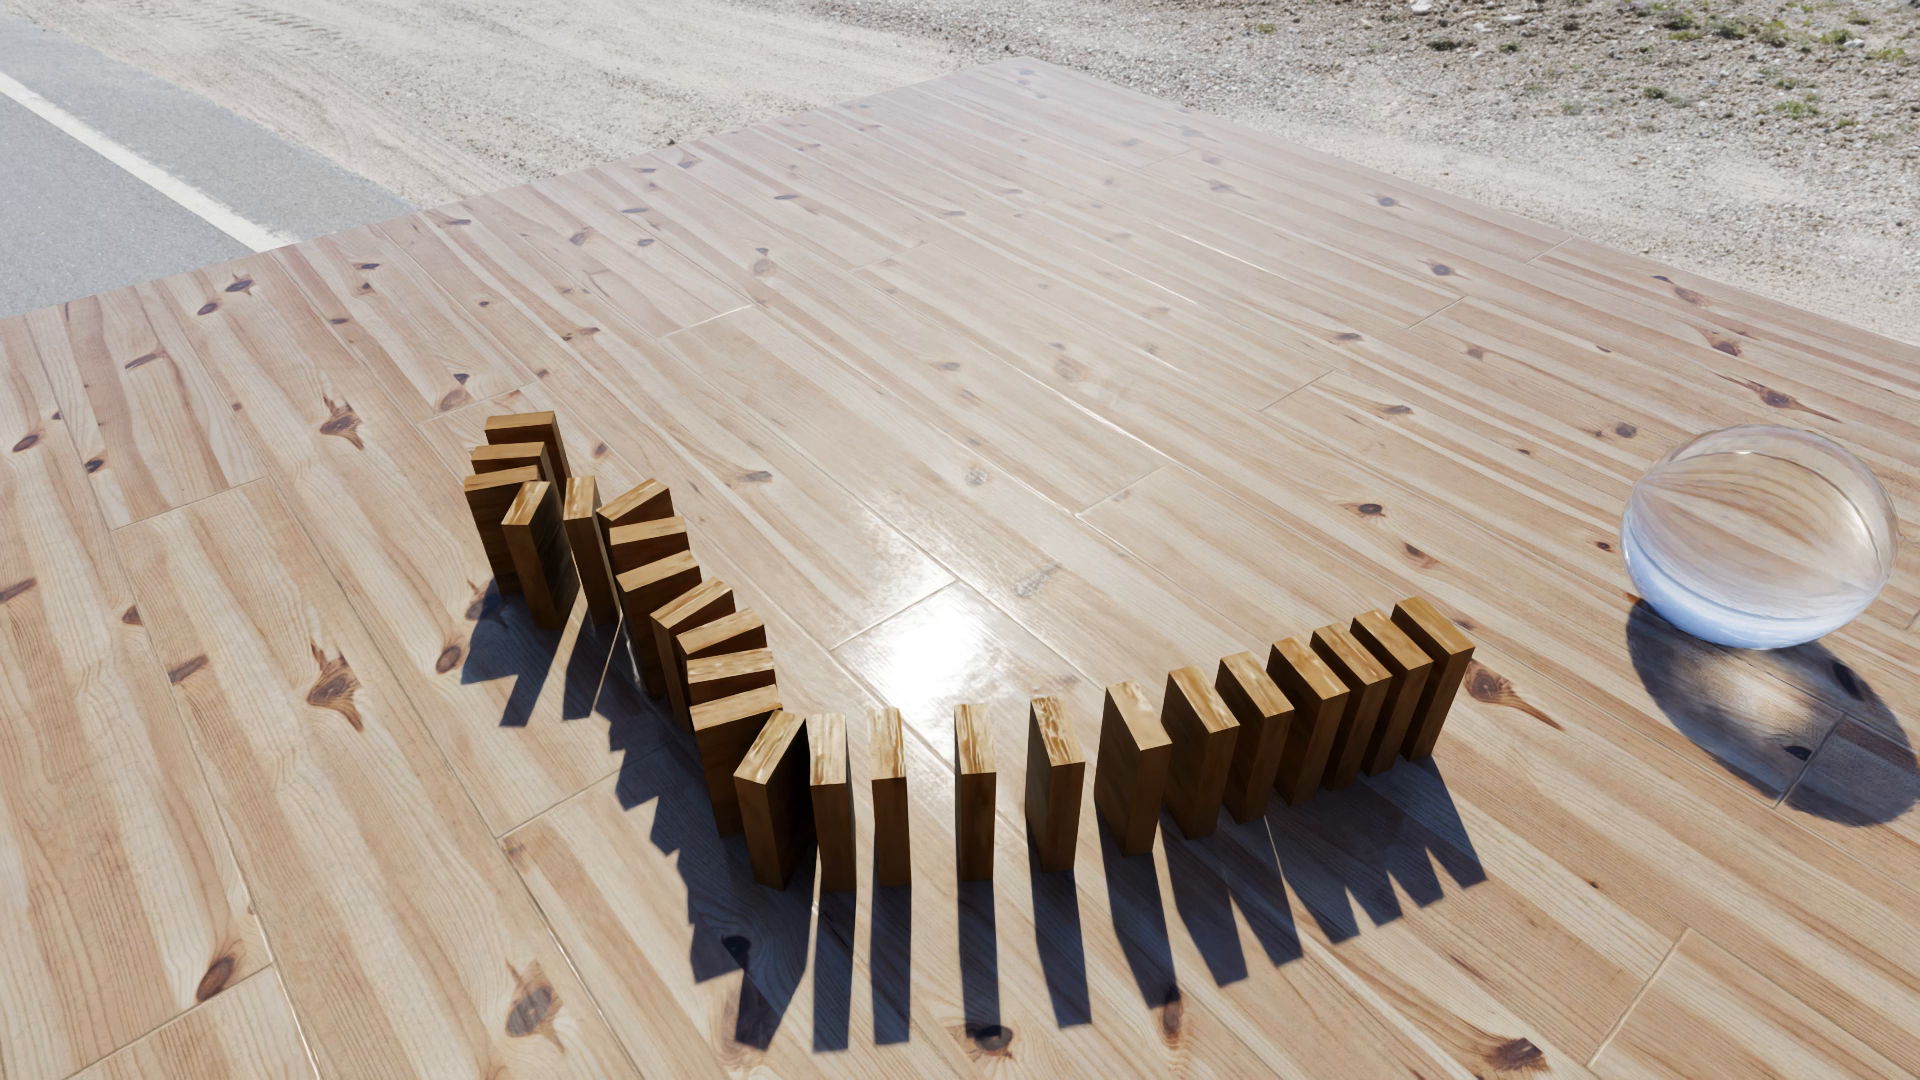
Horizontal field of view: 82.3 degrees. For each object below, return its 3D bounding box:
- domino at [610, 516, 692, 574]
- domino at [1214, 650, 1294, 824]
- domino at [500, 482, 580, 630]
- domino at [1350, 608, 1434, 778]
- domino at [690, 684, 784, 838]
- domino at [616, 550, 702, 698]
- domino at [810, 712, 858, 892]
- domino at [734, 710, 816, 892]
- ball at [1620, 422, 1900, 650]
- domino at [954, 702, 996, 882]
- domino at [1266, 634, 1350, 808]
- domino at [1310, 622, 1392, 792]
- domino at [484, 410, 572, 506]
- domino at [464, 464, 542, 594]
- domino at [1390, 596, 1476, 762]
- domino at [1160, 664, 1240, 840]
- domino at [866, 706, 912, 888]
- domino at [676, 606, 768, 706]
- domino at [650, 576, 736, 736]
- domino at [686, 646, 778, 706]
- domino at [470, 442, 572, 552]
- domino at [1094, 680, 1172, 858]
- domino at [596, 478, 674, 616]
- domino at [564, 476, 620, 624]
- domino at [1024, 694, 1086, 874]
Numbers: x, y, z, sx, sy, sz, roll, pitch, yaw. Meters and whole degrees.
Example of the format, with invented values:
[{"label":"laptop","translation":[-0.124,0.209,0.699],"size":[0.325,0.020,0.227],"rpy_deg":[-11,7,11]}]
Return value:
[{"label":"domino","translation":[-0.107,0.016,0.392],"size":[0.025,0.050,0.009],"rpy_deg":[-11,41,-13]},{"label":"domino","translation":[0.087,0.061,0.337],"size":[0.009,0.050,0.025],"rpy_deg":[-13,41,-15]},{"label":"domino","translation":[-0.153,0.006,0.404],"size":[0.009,0.050,0.025],"rpy_deg":[1,39,1]},{"label":"domino","translation":[0.132,0.049,0.351],"size":[0.009,0.050,0.025],"rpy_deg":[-15,42,-18]},{"label":"domino","translation":[-0.064,0.067,0.330],"size":[0.025,0.050,0.009],"rpy_deg":[-14,41,-16]},{"label":"domino","translation":[-0.099,0.029,0.376],"size":[0.025,0.050,0.010],"rpy_deg":[-22,44,-24]},{"label":"domino","translation":[-0.036,0.076,0.318],"size":[0.010,0.050,0.025],"rpy_deg":[-3,39,-4]},{"label":"domino","translation":[-0.052,0.076,0.319],"size":[0.009,0.050,0.025],"rpy_deg":[12,41,15]},{"label":"ball","translation":[0.280,-0.001,0.389],"size":[0.080,0.080,0.080],"rpy_deg":[0,39,0]},{"label":"domino","translation":[0.004,0.074,0.321],"size":[0.010,0.050,0.025],"rpy_deg":[-3,39,-4]},{"label":"domino","translation":[0.104,0.057,0.342],"size":[0.009,0.050,0.025],"rpy_deg":[-14,41,-17]},{"label":"domino","translation":[0.118,0.053,0.347],"size":[0.010,0.050,0.025],"rpy_deg":[-15,42,-17]},{"label":"domino","translation":[-0.172,-0.027,0.445],"size":[0.025,0.050,0.009],"rpy_deg":[-6,40,-8]},{"label":"domino","translation":[-0.167,-0.003,0.415],"size":[0.025,0.050,0.009],"rpy_deg":[-11,41,-13]},{"label":"domino","translation":[0.147,0.045,0.356],"size":[0.009,0.050,0.025],"rpy_deg":[-15,42,-17]},{"label":"domino","translation":[0.070,0.065,0.332],"size":[0.009,0.050,0.025],"rpy_deg":[-12,41,-14]},{"label":"domino","translation":[-0.020,0.075,0.320],"size":[0.009,0.050,0.025],"rpy_deg":[-4,40,-5]},{"label":"domino","translation":[-0.074,0.047,0.354],"size":[0.025,0.050,0.009],"rpy_deg":[-21,44,-24]},{"label":"domino","translation":[-0.085,0.039,0.364],"size":[0.009,0.050,0.025],"rpy_deg":[30,48,32]},{"label":"domino","translation":[-0.068,0.056,0.343],"size":[0.025,0.050,0.009],"rpy_deg":[-9,40,-11]},{"label":"domino","translation":[-0.170,-0.014,0.429],"size":[0.025,0.050,0.009],"rpy_deg":[-4,40,-5]},{"label":"domino","translation":[0.051,0.069,0.328],"size":[0.009,0.050,0.025],"rpy_deg":[-10,40,-12]},{"label":"domino","translation":[-0.116,0.005,0.406],"size":[0.010,0.050,0.025],"rpy_deg":[27,46,29]},{"label":"domino","translation":[-0.135,0.004,0.406],"size":[0.009,0.050,0.025],"rpy_deg":[-8,40,-10]},{"label":"domino","translation":[0.027,0.072,0.323],"size":[0.010,0.050,0.025],"rpy_deg":[-7,40,-8]}]
